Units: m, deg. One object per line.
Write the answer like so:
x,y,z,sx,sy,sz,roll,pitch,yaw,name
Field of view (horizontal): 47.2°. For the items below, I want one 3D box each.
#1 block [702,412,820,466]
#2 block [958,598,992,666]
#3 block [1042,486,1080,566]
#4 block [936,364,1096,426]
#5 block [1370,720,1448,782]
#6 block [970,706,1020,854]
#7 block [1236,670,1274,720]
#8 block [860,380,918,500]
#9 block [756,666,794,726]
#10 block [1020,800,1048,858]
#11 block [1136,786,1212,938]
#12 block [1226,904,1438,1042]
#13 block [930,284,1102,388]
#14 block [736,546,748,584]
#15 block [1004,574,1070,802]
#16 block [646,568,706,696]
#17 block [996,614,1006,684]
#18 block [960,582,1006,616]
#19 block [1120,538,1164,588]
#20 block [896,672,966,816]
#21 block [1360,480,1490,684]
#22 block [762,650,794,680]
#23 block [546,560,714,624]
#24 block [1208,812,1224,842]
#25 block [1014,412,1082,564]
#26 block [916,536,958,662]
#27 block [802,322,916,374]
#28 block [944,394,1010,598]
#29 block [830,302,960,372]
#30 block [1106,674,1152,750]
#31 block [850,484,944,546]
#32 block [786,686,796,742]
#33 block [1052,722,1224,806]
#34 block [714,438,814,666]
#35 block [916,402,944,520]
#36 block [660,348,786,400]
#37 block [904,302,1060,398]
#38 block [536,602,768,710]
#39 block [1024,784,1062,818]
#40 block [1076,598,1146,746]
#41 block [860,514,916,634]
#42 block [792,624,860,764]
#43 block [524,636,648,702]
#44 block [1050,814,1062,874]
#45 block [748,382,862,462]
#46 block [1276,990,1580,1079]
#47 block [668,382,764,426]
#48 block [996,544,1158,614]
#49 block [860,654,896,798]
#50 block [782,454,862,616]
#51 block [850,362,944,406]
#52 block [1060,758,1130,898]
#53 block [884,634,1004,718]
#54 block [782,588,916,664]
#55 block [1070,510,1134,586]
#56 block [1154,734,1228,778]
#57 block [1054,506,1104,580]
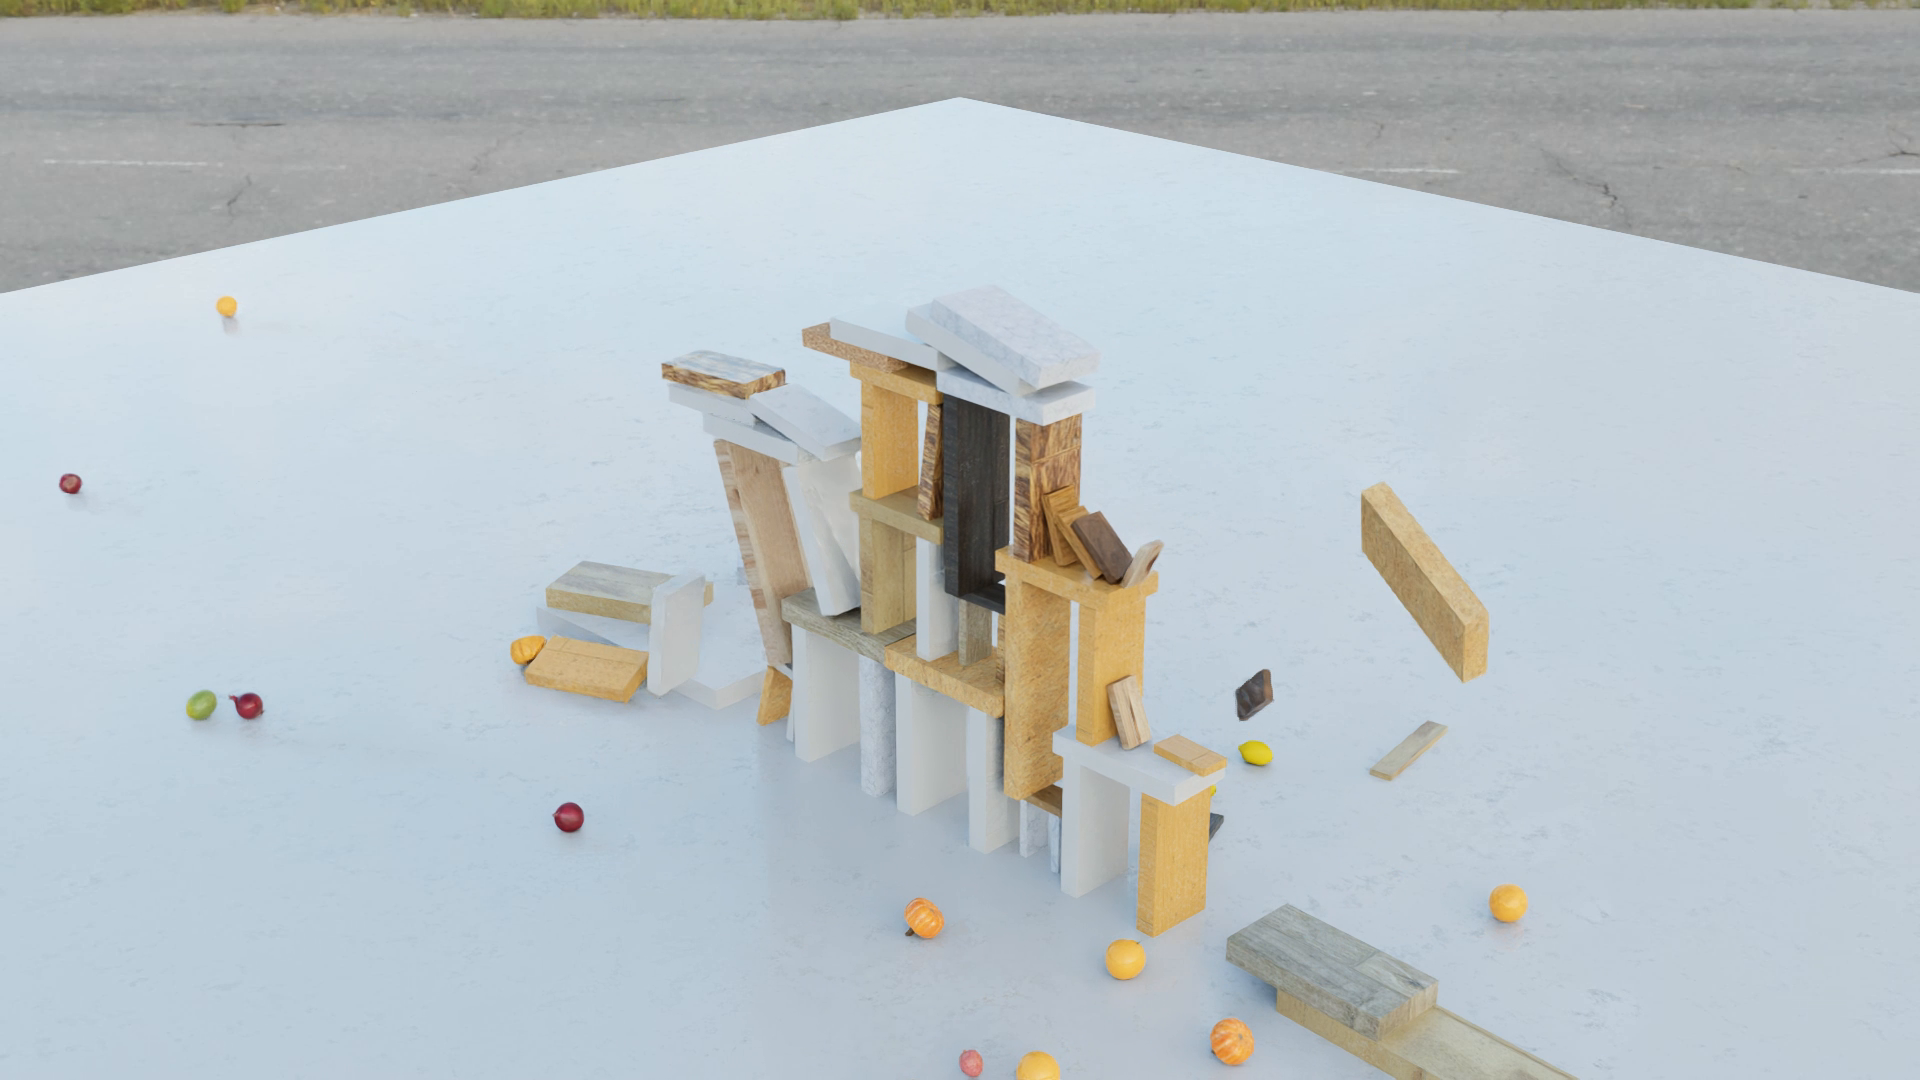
-0.375,-0.228,4.551,0.157,0.044,0.314,-20,28,-39,block
0.030,0.168,4.275,0.071,0.142,0.020,-21,31,-40,block
0.191,-0.026,3.999,0.067,0.133,0.019,-21,13,-41,block
0.100,-0.275,4.008,0.136,0.039,0.272,-21,31,-40,block
0.958,0.448,4.688,0.049,0.014,0.273,16,28,33,block
0.089,0.446,4.313,0.044,0.310,0.155,21,31,41,block
0.567,0.299,4.237,0.017,0.062,0.123,4,-24,-18,block
-0.136,-0.210,4.295,0.120,0.239,0.034,-21,31,-40,block
-0.396,0.328,4.790,0.077,0.155,0.022,-22,48,-41,block
0.145,0.552,4.299,0.063,0.126,0.018,-21,31,-41,block
0.393,0.572,4.041,0.145,0.290,0.041,-20,30,-39,block
0.643,0.747,3.820,0.166,0.047,0.331,-20,30,-39,block
0.099,-0.372,3.979,0.148,0.042,0.297,-18,41,-38,block
-0.384,0.051,5.575,0.354,0.050,0.177,-1,23,-3,block
0.147,0.262,4.181,0.039,0.463,0.138,21,31,41,block
-0.623,0.202,4.821,0.037,0.262,0.131,24,33,26,block
0.101,0.196,4.208,0.020,0.142,0.071,21,31,35,block
0.061,0.106,4.212,0.142,0.020,0.071,20,30,39,block
0.322,0.042,3.892,0.049,0.098,0.014,-19,57,-40,block
-0.057,0.389,4.448,0.044,0.310,0.155,21,31,41,block
0.789,0.069,3.746,0.047,0.166,0.331,-24,51,-8,block
-0.352,0.263,4.715,0.077,0.022,0.155,-15,26,-32,block
-0.791,0.129,5.263,0.354,0.050,0.177,9,24,19,block
0.488,0.573,4.391,0.049,0.014,0.098,10,25,23,block
0.160,-0.106,4.007,0.039,0.272,0.136,22,31,40,block
-0.026,0.099,4.294,0.127,0.255,0.036,-20,31,-39,block
-0.178,-0.380,4.260,0.123,0.035,0.247,-21,30,-40,block
0.032,-0.098,4.156,0.136,0.401,0.039,-20,30,-39,block
-0.093,-0.389,4.179,0.148,0.042,0.297,-21,30,-40,block
0.309,0.314,4.018,0.062,0.123,0.017,-21,9,-41,block
-0.083,-0.059,4.294,0.127,0.036,0.254,-21,31,-40,block
-0.330,0.354,4.727,0.022,0.155,0.077,31,36,32,block
0.326,0.395,4.036,0.290,0.041,0.145,21,31,40,block
-0.391,0.009,4.672,0.157,0.493,0.044,-21,11,-40,block
-0.016,-0.163,4.182,0.120,0.239,0.034,-20,39,-39,block
-0.501,-0.353,4.659,0.247,0.035,0.123,16,28,36,block
0.054,-0.360,4.028,0.148,0.042,0.297,-21,42,-40,block
-0.716,0.243,5.125,0.653,0.050,0.177,20,30,39,block
0.174,0.497,4.244,0.126,0.018,0.063,21,31,40,block
0.276,0.227,4.024,0.138,0.276,0.039,-21,31,-40,block
-0.141,0.050,4.407,0.036,0.254,0.127,21,31,40,block
-0.277,0.301,4.652,0.156,0.311,0.044,-20,31,-39,block
-0.838,0.291,4.972,0.262,0.037,0.131,8,40,23,block
0.205,0.575,4.244,0.063,0.126,0.018,-21,31,-41,block
-0.303,-0.239,4.442,0.123,0.035,0.247,-19,39,-39,block
0.833,0.872,3.646,0.166,0.047,0.658,-20,30,-38,block
-0.477,-0.299,4.623,0.262,0.037,0.131,18,30,39,block
0.212,0.056,4.023,0.276,0.039,0.138,21,31,41,block
-0.133,0.358,4.518,0.156,0.311,0.044,-21,31,-41,block
-0.250,-0.018,4.496,0.157,0.314,0.044,-22,11,-41,block
-0.086,-0.314,4.189,0.120,0.034,0.239,-20,30,-39,block
0.258,0.520,4.164,0.145,0.290,0.041,-21,31,-40,block
0.015,0.254,4.312,0.310,0.044,0.155,21,31,41,block
-0.205,0.165,4.517,0.311,0.044,0.156,21,31,40,block
0.261,0.014,3.947,0.067,0.019,0.133,-21,70,-39,block
0.416,0.389,3.974,0.062,0.017,0.123,-19,29,-37,block
0.232,0.004,3.966,0.067,0.019,0.133,-21,72,-41,block
